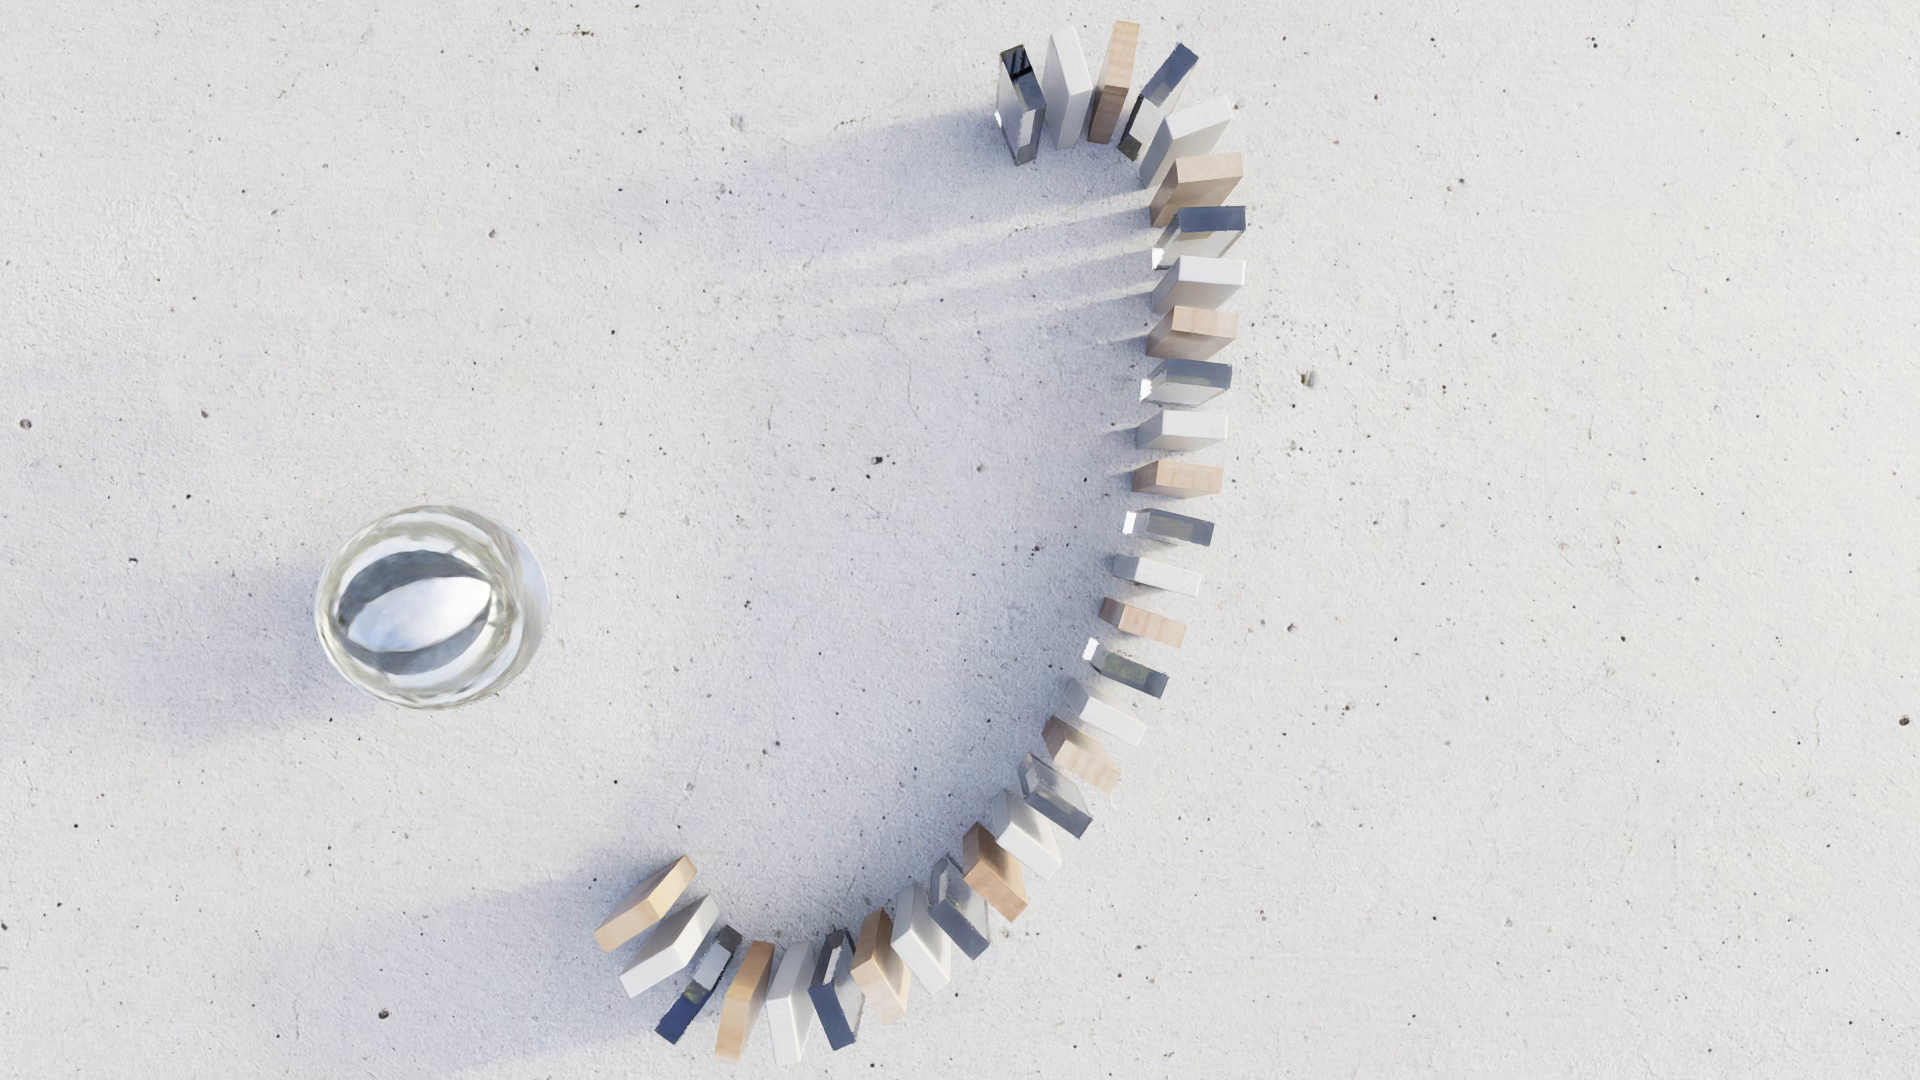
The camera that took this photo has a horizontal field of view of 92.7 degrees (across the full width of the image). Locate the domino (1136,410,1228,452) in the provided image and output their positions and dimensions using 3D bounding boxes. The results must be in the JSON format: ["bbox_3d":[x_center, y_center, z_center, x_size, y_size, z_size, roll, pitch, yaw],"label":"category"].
[{"bbox_3d":[0.090,-0.044,0.375,0.025,0.050,0.010,4,90,0],"label":"domino"}]

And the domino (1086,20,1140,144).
[{"bbox_3d":[0.062,-0.186,0.375,0.009,0.050,0.025,9,90,0],"label":"domino"}]

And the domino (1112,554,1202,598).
[{"bbox_3d":[0.079,0.014,0.375,0.025,0.050,0.009,15,90,0],"label":"domino"}]

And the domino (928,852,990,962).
[{"bbox_3d":[0.000,0.149,0.375,0.010,0.050,0.025,-43,90,0],"label":"domino"}]

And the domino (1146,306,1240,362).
[{"bbox_3d":[0.094,-0.083,0.375,0.025,0.050,0.009,8,90,0],"label":"domino"}]

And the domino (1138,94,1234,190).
[{"bbox_3d":[0.091,-0.162,0.375,0.025,0.050,0.009,-20,90,0],"label":"domino"}]

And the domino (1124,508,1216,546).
[{"bbox_3d":[0.084,-0.005,0.375,0.025,0.050,0.009,13,90,0],"label":"domino"}]

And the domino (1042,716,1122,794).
[{"bbox_3d":[0.049,0.087,0.375,0.025,0.050,0.010,31,90,0],"label":"domino"}]

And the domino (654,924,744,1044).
[{"bbox_3d":[-0.106,0.180,0.375,0.010,0.050,0.025,37,90,0],"label":"domino"}]

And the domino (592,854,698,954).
[{"bbox_3d":[-0.127,0.148,0.375,0.025,0.050,0.010,-33,90,0],"label":"domino"}]

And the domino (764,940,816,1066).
[{"bbox_3d":[-0.068,0.188,0.375,0.010,0.050,0.025,-10,90,0],"label":"domino"}]

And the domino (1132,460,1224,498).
[{"bbox_3d":[0.088,-0.024,0.375,0.025,0.050,0.010,7,90,0],"label":"domino"}]

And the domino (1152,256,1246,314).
[{"bbox_3d":[0.096,-0.103,0.375,0.025,0.050,0.009,5,90,0],"label":"domino"}]

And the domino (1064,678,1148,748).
[{"bbox_3d":[0.058,0.070,0.375,0.025,0.050,0.010,28,90,0],"label":"domino"}]

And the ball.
[{"bbox_3d":[-0.205,0.026,0.360,0.080,0.080,0.080,0,90,0],"label":"ball"}]

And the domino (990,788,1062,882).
[{"bbox_3d":[0.026,0.119,0.375,0.025,0.050,0.010,38,90,0],"label":"domino"}]

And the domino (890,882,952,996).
[{"bbox_3d":[-0.015,0.162,0.375,0.010,0.050,0.025,-38,90,0],"label":"domino"}]

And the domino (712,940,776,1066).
[{"bbox_3d":[-0.087,0.188,0.375,0.010,0.050,0.025,10,90,0],"label":"domino"}]

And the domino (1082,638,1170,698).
[{"bbox_3d":[0.067,0.052,0.375,0.025,0.050,0.009,23,90,0],"label":"domino"}]

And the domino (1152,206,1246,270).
[{"bbox_3d":[0.097,-0.123,0.375,0.025,0.050,0.010,-2,90,0],"label":"domino"}]

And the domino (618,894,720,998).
[{"bbox_3d":[-0.118,0.165,0.375,0.025,0.050,0.010,-31,90,0],"label":"domino"}]

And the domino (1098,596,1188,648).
[{"bbox_3d":[0.074,0.033,0.375,0.025,0.050,0.009,18,90,0],"label":"domino"}]

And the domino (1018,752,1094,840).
[{"bbox_3d":[0.038,0.103,0.375,0.025,0.050,0.009,34,90,0],"label":"domino"}]

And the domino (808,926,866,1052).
[{"bbox_3d":[-0.049,0.182,0.375,0.010,0.050,0.025,-23,90,0],"label":"domino"}]

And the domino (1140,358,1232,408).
[{"bbox_3d":[0.091,-0.064,0.375,0.025,0.050,0.009,6,90,0],"label":"domino"}]

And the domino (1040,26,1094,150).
[{"bbox_3d":[0.043,-0.183,0.375,0.010,0.050,0.025,-17,90,0],"label":"domino"}]

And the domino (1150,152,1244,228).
[{"bbox_3d":[0.095,-0.142,0.375,0.025,0.050,0.009,-6,90,0],"label":"domino"}]

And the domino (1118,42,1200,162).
[{"bbox_3d":[0.080,-0.178,0.375,0.010,0.050,0.025,39,90,0],"label":"domino"}]

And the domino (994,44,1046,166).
[{"bbox_3d":[0.024,-0.176,0.375,0.010,0.050,0.025,-22,90,0],"label":"domino"}]

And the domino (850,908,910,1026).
[{"bbox_3d":[-0.031,0.173,0.375,0.010,0.050,0.025,-32,90,0],"label":"domino"}]

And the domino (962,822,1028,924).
[{"bbox_3d":[0.014,0.135,0.375,0.025,0.050,0.009,42,90,0],"label":"domino"}]
